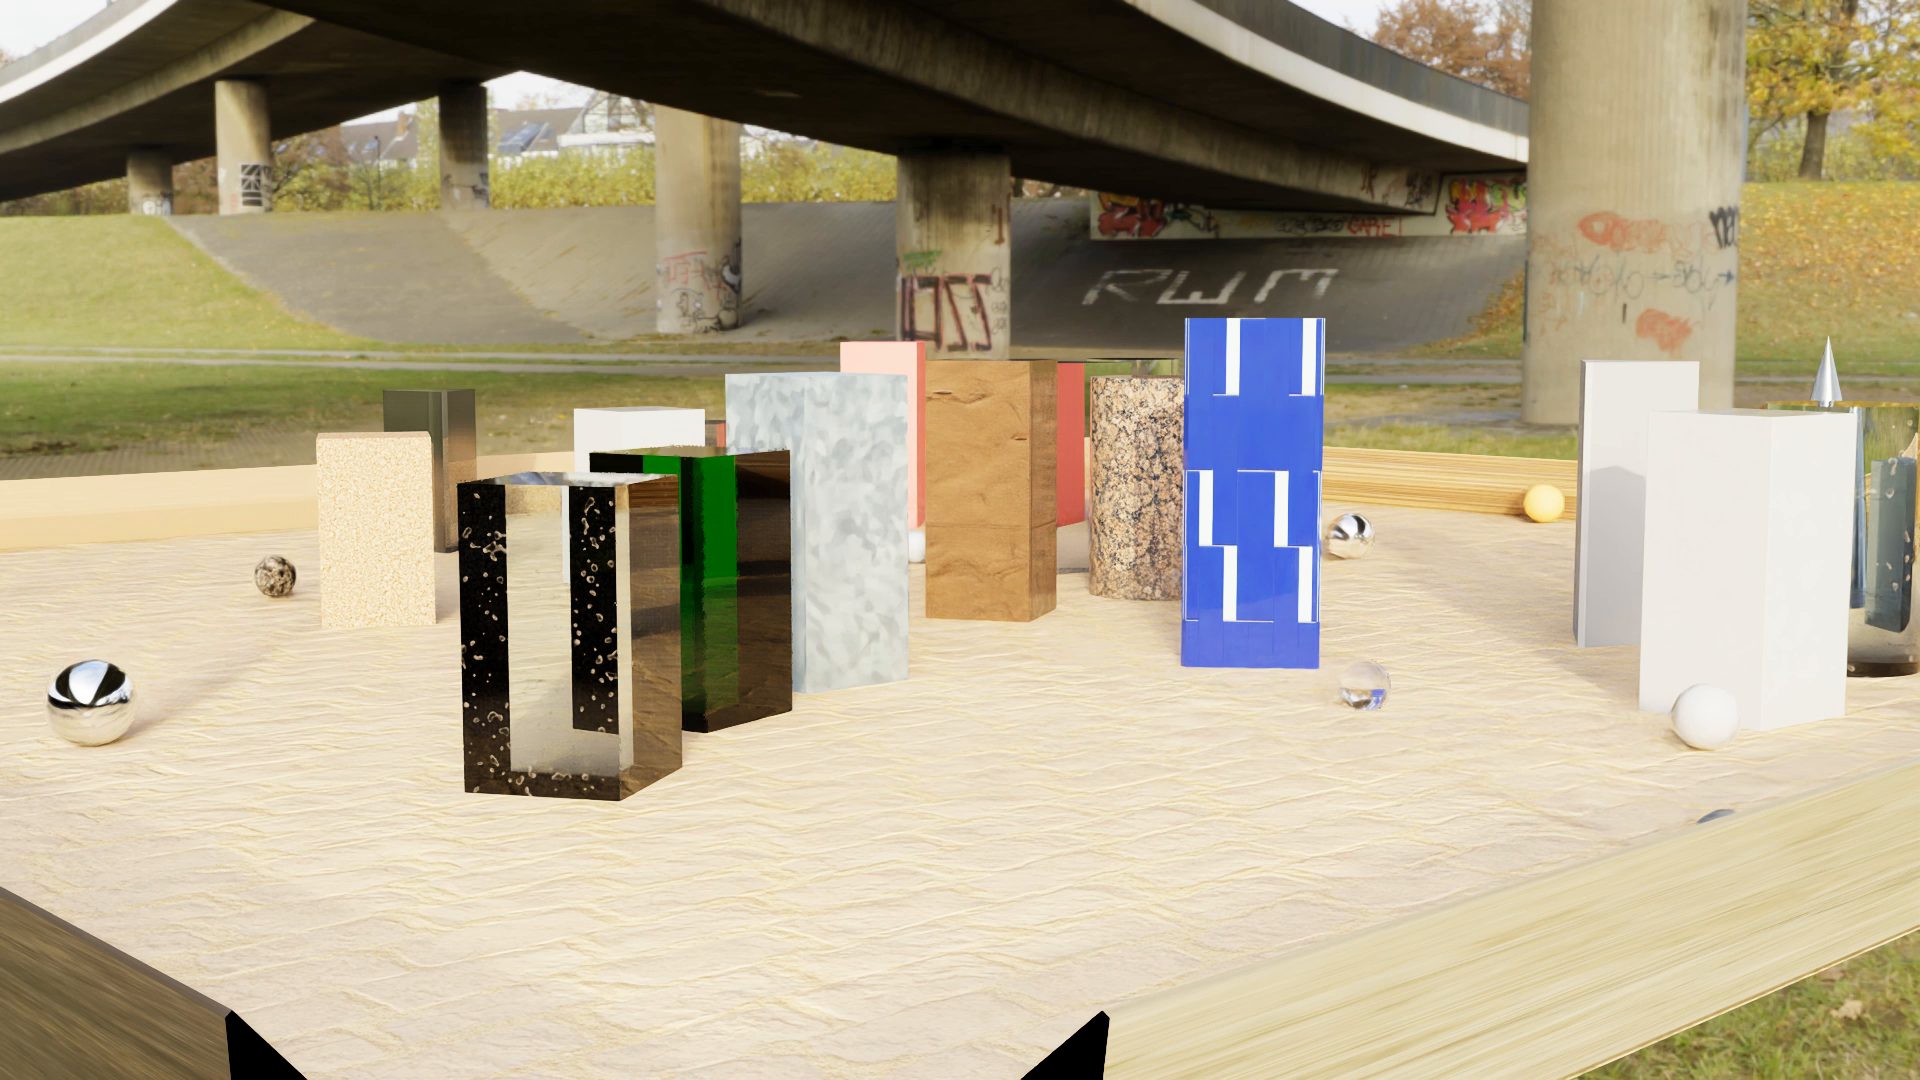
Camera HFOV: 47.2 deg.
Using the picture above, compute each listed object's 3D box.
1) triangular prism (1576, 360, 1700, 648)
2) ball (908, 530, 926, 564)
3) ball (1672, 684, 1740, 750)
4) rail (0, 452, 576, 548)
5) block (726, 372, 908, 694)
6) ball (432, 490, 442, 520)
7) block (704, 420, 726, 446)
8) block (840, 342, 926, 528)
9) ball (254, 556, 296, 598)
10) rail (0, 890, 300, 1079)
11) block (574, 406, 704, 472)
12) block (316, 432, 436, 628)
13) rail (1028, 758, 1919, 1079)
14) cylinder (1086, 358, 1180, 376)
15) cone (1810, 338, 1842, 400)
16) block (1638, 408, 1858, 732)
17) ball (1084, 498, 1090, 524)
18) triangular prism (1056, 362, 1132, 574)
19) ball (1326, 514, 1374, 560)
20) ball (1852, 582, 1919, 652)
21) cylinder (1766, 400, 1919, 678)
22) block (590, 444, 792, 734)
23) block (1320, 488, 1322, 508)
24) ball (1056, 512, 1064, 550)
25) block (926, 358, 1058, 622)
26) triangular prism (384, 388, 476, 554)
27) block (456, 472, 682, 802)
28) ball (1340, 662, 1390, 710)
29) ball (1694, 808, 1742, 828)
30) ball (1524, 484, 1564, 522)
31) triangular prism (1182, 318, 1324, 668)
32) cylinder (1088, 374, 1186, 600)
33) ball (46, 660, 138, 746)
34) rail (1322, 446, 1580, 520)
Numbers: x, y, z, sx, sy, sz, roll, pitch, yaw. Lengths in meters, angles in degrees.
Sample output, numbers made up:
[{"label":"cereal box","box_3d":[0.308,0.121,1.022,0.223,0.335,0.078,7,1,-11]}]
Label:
[{"label":"triangular prism","box_3d":[0.879,-0.055,2.978,0.167,0.375,0.145,-2,6,-17]},{"label":"ball","box_3d":[-0.084,0.012,3.857,0.059,0.059,0.059,0,6,0]},{"label":"ball","box_3d":[0.756,0.179,2.229,0.067,0.067,0.067,0,6,0]},{"label":"rail","box_3d":[-1.181,-0.101,4.605,3.663,0.125,0.045,-6,8,-42]},{"label":"block","box_3d":[-0.171,-0.015,2.637,0.154,0.367,0.154,-5,8,-41]},{"label":"ball","box_3d":[-1.120,-0.072,4.599,0.071,0.071,0.071,0,6,0]},{"label":"block","box_3d":[-0.488,-0.093,3.977,0.154,0.242,0.154,1,6,12]},{"label":"block","box_3d":[-0.157,-0.219,4.535,0.154,0.377,0.154,1,6,6]},{"label":"ball","box_3d":[-1.060,0.057,3.405,0.063,0.063,0.063,0,6,0]},{"label":"rail","box_3d":[-1.329,0.161,2.113,0.045,0.125,3.530,-6,8,-42]},{"label":"block","box_3d":[-0.526,-0.075,3.619,0.154,0.281,0.154,-5,8,-39]},{"label":"block","box_3d":[-0.837,-0.018,3.153,0.154,0.265,0.154,-2,6,-15]},{"label":"rail","box_3d":[1.181,0.166,2.059,3.663,0.125,0.045,-6,8,-42]},{"label":"cylinder","box_3d":[0.360,-0.207,4.595,0.193,0.341,0.193,0,6,0]},{"label":"cone","box_3d":[1.340,-0.115,3.414,0.193,0.404,0.193,0,6,0]},{"label":"block","box_3d":[0.864,0.026,2.415,0.154,0.332,0.154,-4,7,-36]},{"label":"ball","box_3d":[0.295,-0.057,4.336,0.096,0.096,0.096,0,6,0]},{"label":"triangular prism","box_3d":[0.184,-0.129,3.781,0.167,0.354,0.145,-4,7,-32]},{"label":"ball","box_3d":[0.693,-0.006,3.912,0.082,0.082,0.082,0,6,0]},{"label":"ball","box_3d":[1.210,0.100,2.859,0.092,0.092,0.092,0,6,0]},{"label":"cylinder","box_3d":[1.101,-0.006,2.742,0.193,0.328,0.193,0,6,0]},{"label":"block","box_3d":[-0.293,0.048,2.404,0.154,0.291,0.154,4,7,32]},{"label":"block","box_3d":[0.569,-0.113,4.035,0.154,0.269,0.154,3,6,23]},{"label":"ball","box_3d":[0.142,-0.015,3.954,0.093,0.093,0.093,0,6,0]},{"label":"block","box_3d":[0.047,-0.077,3.208,0.154,0.371,0.154,2,6,17]},{"label":"triangular prism","box_3d":[-0.961,-0.133,4.111,0.167,0.294,0.145,4,7,35]},{"label":"block","box_3d":[-0.364,0.085,2.072,0.154,0.286,0.154,2,6,14]},{"label":"ball","box_3d":[0.449,0.162,2.443,0.055,0.055,0.055,0,6,0]},{"label":"ball","box_3d":[0.603,0.238,1.730,0.053,0.053,0.053,0,6,0]},{"label":"ball","box_3d":[1.218,-0.076,4.588,0.081,0.081,0.081,0,6,0]},{"label":"triangular prism","box_3d":[0.370,-0.064,2.788,0.167,0.433,0.145,1,6,7]},{"label":"cylinder","box_3d":[0.299,-0.086,3.444,0.193,0.339,0.193,0,6,0]},{"label":"ball","box_3d":[-0.887,0.166,2.247,0.088,0.088,0.088,0,6,0]},{"label":"rail","box_3d":[1.329,-0.095,4.551,0.045,0.125,3.530,-6,8,-42]}]
